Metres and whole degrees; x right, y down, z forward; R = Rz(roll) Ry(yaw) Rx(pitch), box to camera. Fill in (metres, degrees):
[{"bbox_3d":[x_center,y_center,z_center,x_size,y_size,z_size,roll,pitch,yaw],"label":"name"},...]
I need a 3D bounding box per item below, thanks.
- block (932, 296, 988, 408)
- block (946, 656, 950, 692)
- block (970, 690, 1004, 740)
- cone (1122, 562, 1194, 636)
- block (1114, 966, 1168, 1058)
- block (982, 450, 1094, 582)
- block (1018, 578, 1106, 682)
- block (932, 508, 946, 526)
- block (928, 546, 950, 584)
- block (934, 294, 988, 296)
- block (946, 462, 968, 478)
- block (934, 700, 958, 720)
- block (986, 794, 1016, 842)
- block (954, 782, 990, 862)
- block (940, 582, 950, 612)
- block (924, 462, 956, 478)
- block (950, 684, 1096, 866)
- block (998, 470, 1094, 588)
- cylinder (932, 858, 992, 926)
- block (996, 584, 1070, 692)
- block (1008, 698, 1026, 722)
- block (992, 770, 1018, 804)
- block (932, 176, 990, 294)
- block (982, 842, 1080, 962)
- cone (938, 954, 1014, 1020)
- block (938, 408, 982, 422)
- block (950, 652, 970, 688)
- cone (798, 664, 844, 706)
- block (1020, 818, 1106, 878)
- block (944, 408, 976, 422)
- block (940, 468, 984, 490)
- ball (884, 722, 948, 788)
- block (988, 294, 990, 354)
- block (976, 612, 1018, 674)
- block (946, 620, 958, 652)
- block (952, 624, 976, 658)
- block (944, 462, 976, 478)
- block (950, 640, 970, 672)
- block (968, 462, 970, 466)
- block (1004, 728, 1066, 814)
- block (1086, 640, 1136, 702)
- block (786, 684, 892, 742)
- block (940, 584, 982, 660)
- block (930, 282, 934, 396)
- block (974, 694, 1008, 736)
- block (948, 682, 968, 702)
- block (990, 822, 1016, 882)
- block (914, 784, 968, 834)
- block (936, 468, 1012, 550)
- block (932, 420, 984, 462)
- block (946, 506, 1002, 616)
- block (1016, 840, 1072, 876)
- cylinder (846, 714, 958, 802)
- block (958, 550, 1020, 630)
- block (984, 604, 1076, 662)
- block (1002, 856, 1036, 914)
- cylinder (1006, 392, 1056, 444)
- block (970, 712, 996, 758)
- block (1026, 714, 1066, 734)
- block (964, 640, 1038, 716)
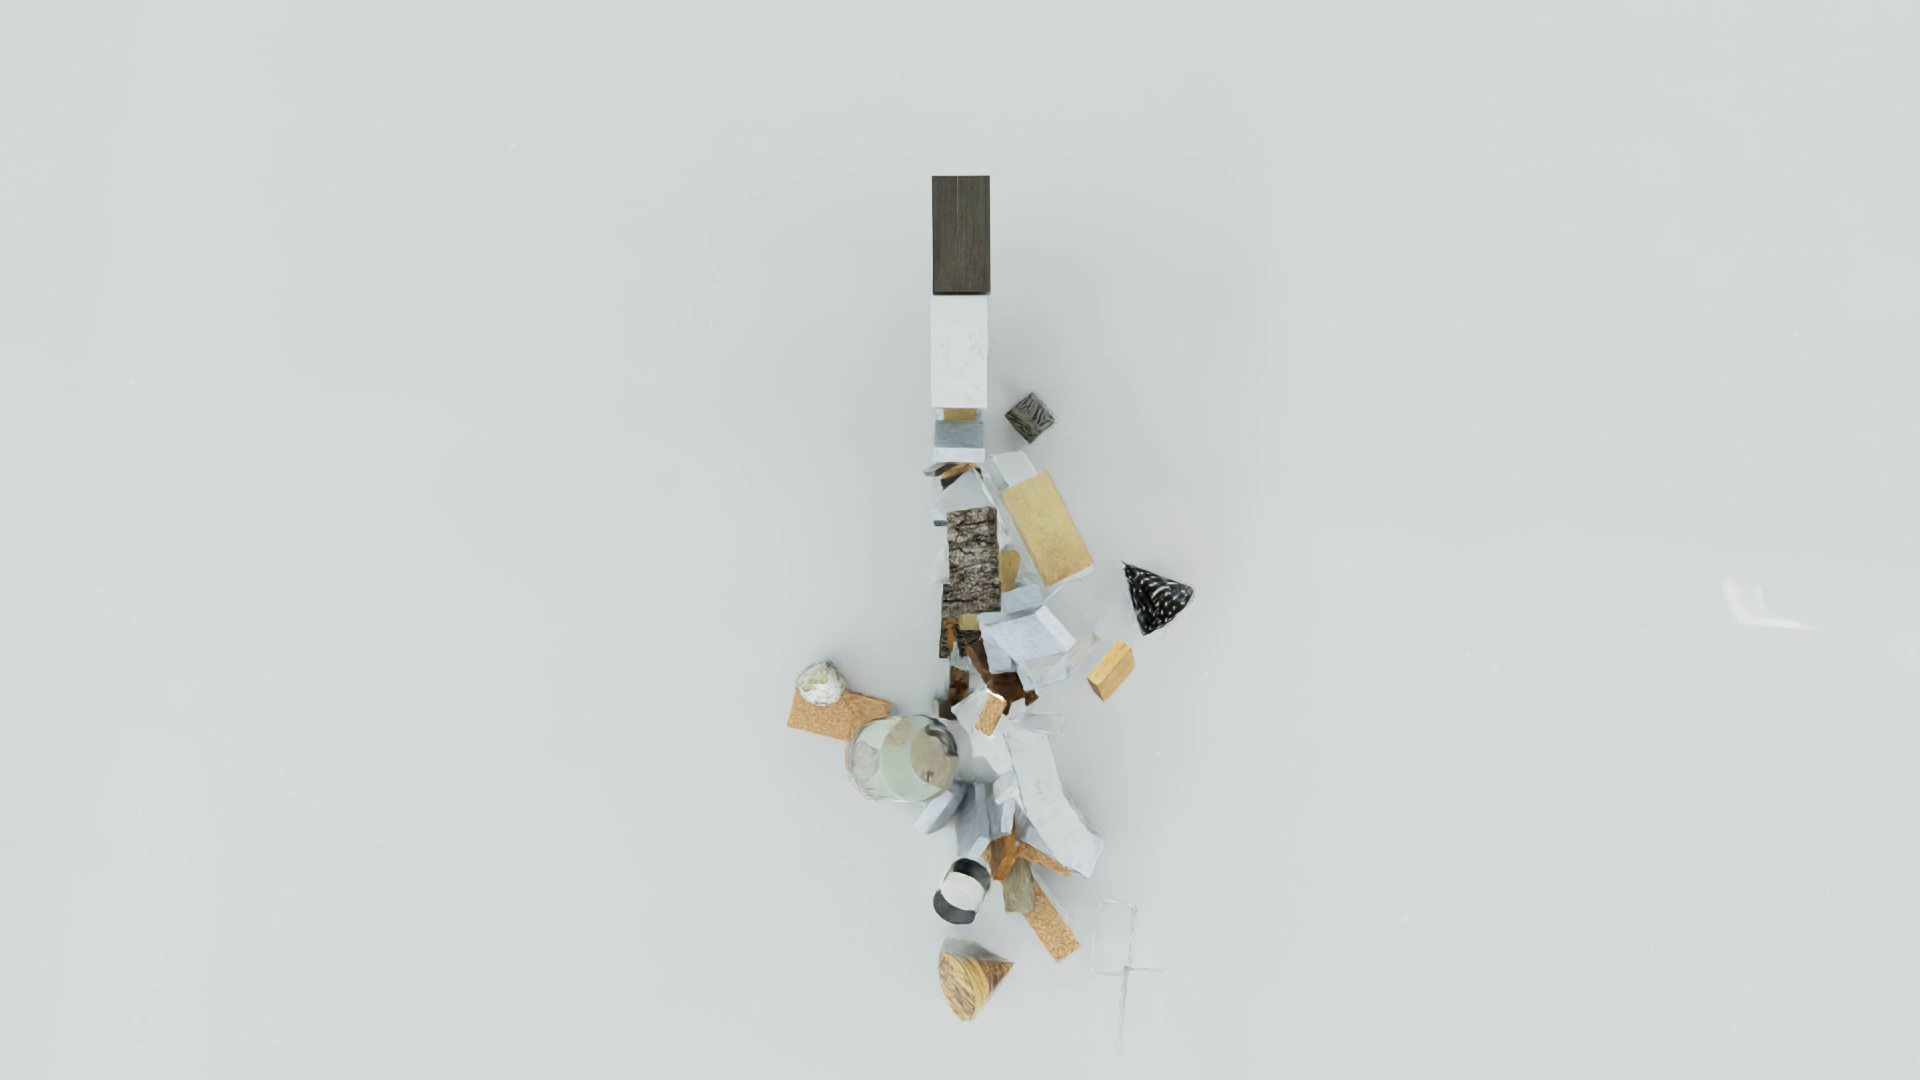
[{"bbox_3d":[-0.002,-0.500,4.408,0.148,0.042,0.295,0,90,0],"label":"block"},{"bbox_3d":[-0.015,0.445,5.467,0.063,0.018,0.126,3,113,0],"label":"block"},{"bbox_3d":[0.079,0.525,4.942,0.068,0.019,0.136,18,85,-26],"label":"block"},{"bbox_3d":[0.601,0.150,5.370,0.226,0.226,0.226,-43,99,0],"label":"cone"},{"bbox_3d":[0.554,1.442,5.035,0.131,0.037,0.262,7,87,-18],"label":"block"},{"bbox_3d":[0.225,-0.070,4.752,0.041,0.146,0.418,-45,67,39],"label":"block"},{"bbox_3d":[0.283,0.266,4.961,0.310,0.044,0.155,-43,95,-23],"label":"block"},{"bbox_3d":[-0.022,-0.078,5.369,0.131,0.261,0.037,-7,87,0],"label":"block"},{"bbox_3d":[-0.020,0.062,5.356,0.131,0.261,0.037,-26,77,-17],"label":"block"},{"bbox_3d":[0.003,-0.706,4.570,0.154,0.309,0.044,0,89,0],"label":"block"},{"bbox_3d":[-0.011,-0.223,5.181,0.073,0.146,0.021,-17,82,0],"label":"block"},{"bbox_3d":[0.002,0.552,5.336,0.158,0.316,0.045,6,87,-4],"label":"block"},{"bbox_3d":[0.101,0.901,5.348,0.039,0.275,0.138,18,66,-18],"label":"block"},{"bbox_3d":[0.039,0.927,5.347,0.039,0.275,0.138,24,115,-16],"label":"block"},{"bbox_3d":[0.040,0.149,5.359,0.145,0.290,0.041,6,54,-12],"label":"block"},{"bbox_3d":[-0.061,-0.219,5.031,0.073,0.146,0.021,-32,100,-10],"label":"block"},{"bbox_3d":[0.205,0.750,5.217,0.131,0.037,0.650,-35,105,0],"label":"block"},{"bbox_3d":[0.241,-0.031,4.591,0.146,0.041,0.292,-26,87,-17],"label":"block"},{"bbox_3d":[0.008,1.106,5.188,0.145,0.145,0.145,11,124,17],"label":"cylinder"},{"bbox_3d":[0.221,0.302,5.125,0.155,0.044,0.310,-15,81,-34],"label":"block"},{"bbox_3d":[0.166,0.498,4.813,0.016,0.113,0.057,13,75,-10],"label":"block"},{"bbox_3d":[0.129,0.712,4.757,0.068,0.136,0.019,-42,99,6],"label":"block"},{"bbox_3d":[0.003,-0.812,4.393,0.154,0.044,0.309,0,90,0],"label":"block"},{"bbox_3d":[0.207,1.143,5.402,0.095,0.027,0.505,-37,70,0],"label":"block"},{"bbox_3d":[0.084,1.436,5.446,0.229,0.229,0.229,-14,90,-28],"label":"cone"},{"bbox_3d":[0.000,-0.436,5.204,0.138,0.039,0.276,0,90,0],"label":"block"},{"bbox_3d":[-0.001,0.423,5.402,0.063,0.018,0.126,1,57,-2],"label":"block"},{"bbox_3d":[-0.449,0.438,5.392,0.157,0.157,0.157,4,58,-6],"label":"cone"},{"bbox_3d":[0.335,0.977,5.368,0.262,0.037,0.131,33,70,-13],"label":"block"},{"bbox_3d":[-0.001,-0.349,4.975,0.097,0.027,0.193,1,89,0],"label":"block"},{"bbox_3d":[0.037,-0.083,5.218,0.130,0.037,0.261,-17,84,-1],"label":"block"},{"bbox_3d":[-0.146,0.703,5.394,0.211,0.211,0.211,0,90,0],"label":"ball"},{"bbox_3d":[0.001,-0.756,5.118,0.178,0.050,0.356,0,90,0],"label":"block"},{"bbox_3d":[0.131,0.294,5.154,0.123,0.035,0.246,-3,66,-23],"label":"block"},{"bbox_3d":[-0.011,0.313,5.385,0.063,0.018,0.125,-4,129,1],"label":"block"},{"bbox_3d":[0.019,0.322,5.299,0.063,0.018,0.125,-4,45,-15],"label":"block"},{"bbox_3d":[-0.001,-0.219,5.269,0.107,0.030,0.213,0,90,0],"label":"block"},{"bbox_3d":[0.006,0.369,5.352,0.063,0.018,0.125,22,133,11],"label":"block"},{"bbox_3d":[-0.009,-0.248,5.181,0.073,0.146,0.021,-13,82,0],"label":"block"},{"bbox_3d":[0.225,0.691,4.995,0.123,0.035,0.246,-13,81,-14],"label":"block"},{"bbox_3d":[0.440,0.379,4.765,0.041,0.288,0.144,40,85,16],"label":"block"},{"bbox_3d":[-0.401,0.578,5.478,0.316,0.045,0.158,14,90,0],"label":"block"},{"bbox_3d":[0.011,0.270,5.389,0.145,0.041,0.290,1,129,-3],"label":"block"},{"bbox_3d":[-0.003,-0.578,4.747,0.162,0.046,0.323,0,90,0],"label":"block"},{"bbox_3d":[0.092,0.520,4.894,0.057,0.016,0.113,23,83,30],"label":"block"},{"bbox_3d":[-0.007,0.488,5.447,0.063,0.126,0.018,5,49,0],"label":"block"},{"bbox_3d":[0.139,0.950,5.352,0.039,0.275,0.138,11,134,-12],"label":"block"},{"bbox_3d":[-0.060,0.870,5.338,0.045,0.316,0.158,37,90,11],"label":"block"},{"bbox_3d":[0.038,-0.066,5.047,0.155,0.342,0.044,-40,129,14],"label":"block"},{"bbox_3d":[-0.002,-0.290,4.816,0.146,0.292,0.041,2,110,0],"label":"block"},{"bbox_3d":[0.039,0.059,4.582,0.144,0.041,0.288,-7,83,38],"label":"block"},{"bbox_3d":[0.285,1.019,5.393,0.191,0.027,0.095,24,62,-9],"label":"block"},{"bbox_3d":[-0.180,0.678,5.113,0.263,0.263,0.263,4,81,-26],"label":"cylinder"},{"bbox_3d":[0.092,0.163,5.252,0.145,0.041,0.290,1,125,-15],"label":"block"},{"bbox_3d":[0.199,0.270,4.737,0.144,0.288,0.041,48,61,-13],"label":"block"},{"bbox_3d":[0.188,1.116,5.363,0.095,0.027,0.191,-8,60,6],"label":"block"},{"bbox_3d":[0.234,-0.401,5.439,0.122,0.122,0.122,-41,90,0],"label":"cylinder"},{"bbox_3d":[0.068,0.584,4.973,0.068,0.019,0.136,-4,90,-1],"label":"block"},{"bbox_3d":[0.255,0.546,4.889,0.113,0.016,0.057,-2,53,38],"label":"block"},{"bbox_3d":[0.129,0.418,5.144,0.123,0.035,0.246,-19,70,-40],"label":"block"}]
